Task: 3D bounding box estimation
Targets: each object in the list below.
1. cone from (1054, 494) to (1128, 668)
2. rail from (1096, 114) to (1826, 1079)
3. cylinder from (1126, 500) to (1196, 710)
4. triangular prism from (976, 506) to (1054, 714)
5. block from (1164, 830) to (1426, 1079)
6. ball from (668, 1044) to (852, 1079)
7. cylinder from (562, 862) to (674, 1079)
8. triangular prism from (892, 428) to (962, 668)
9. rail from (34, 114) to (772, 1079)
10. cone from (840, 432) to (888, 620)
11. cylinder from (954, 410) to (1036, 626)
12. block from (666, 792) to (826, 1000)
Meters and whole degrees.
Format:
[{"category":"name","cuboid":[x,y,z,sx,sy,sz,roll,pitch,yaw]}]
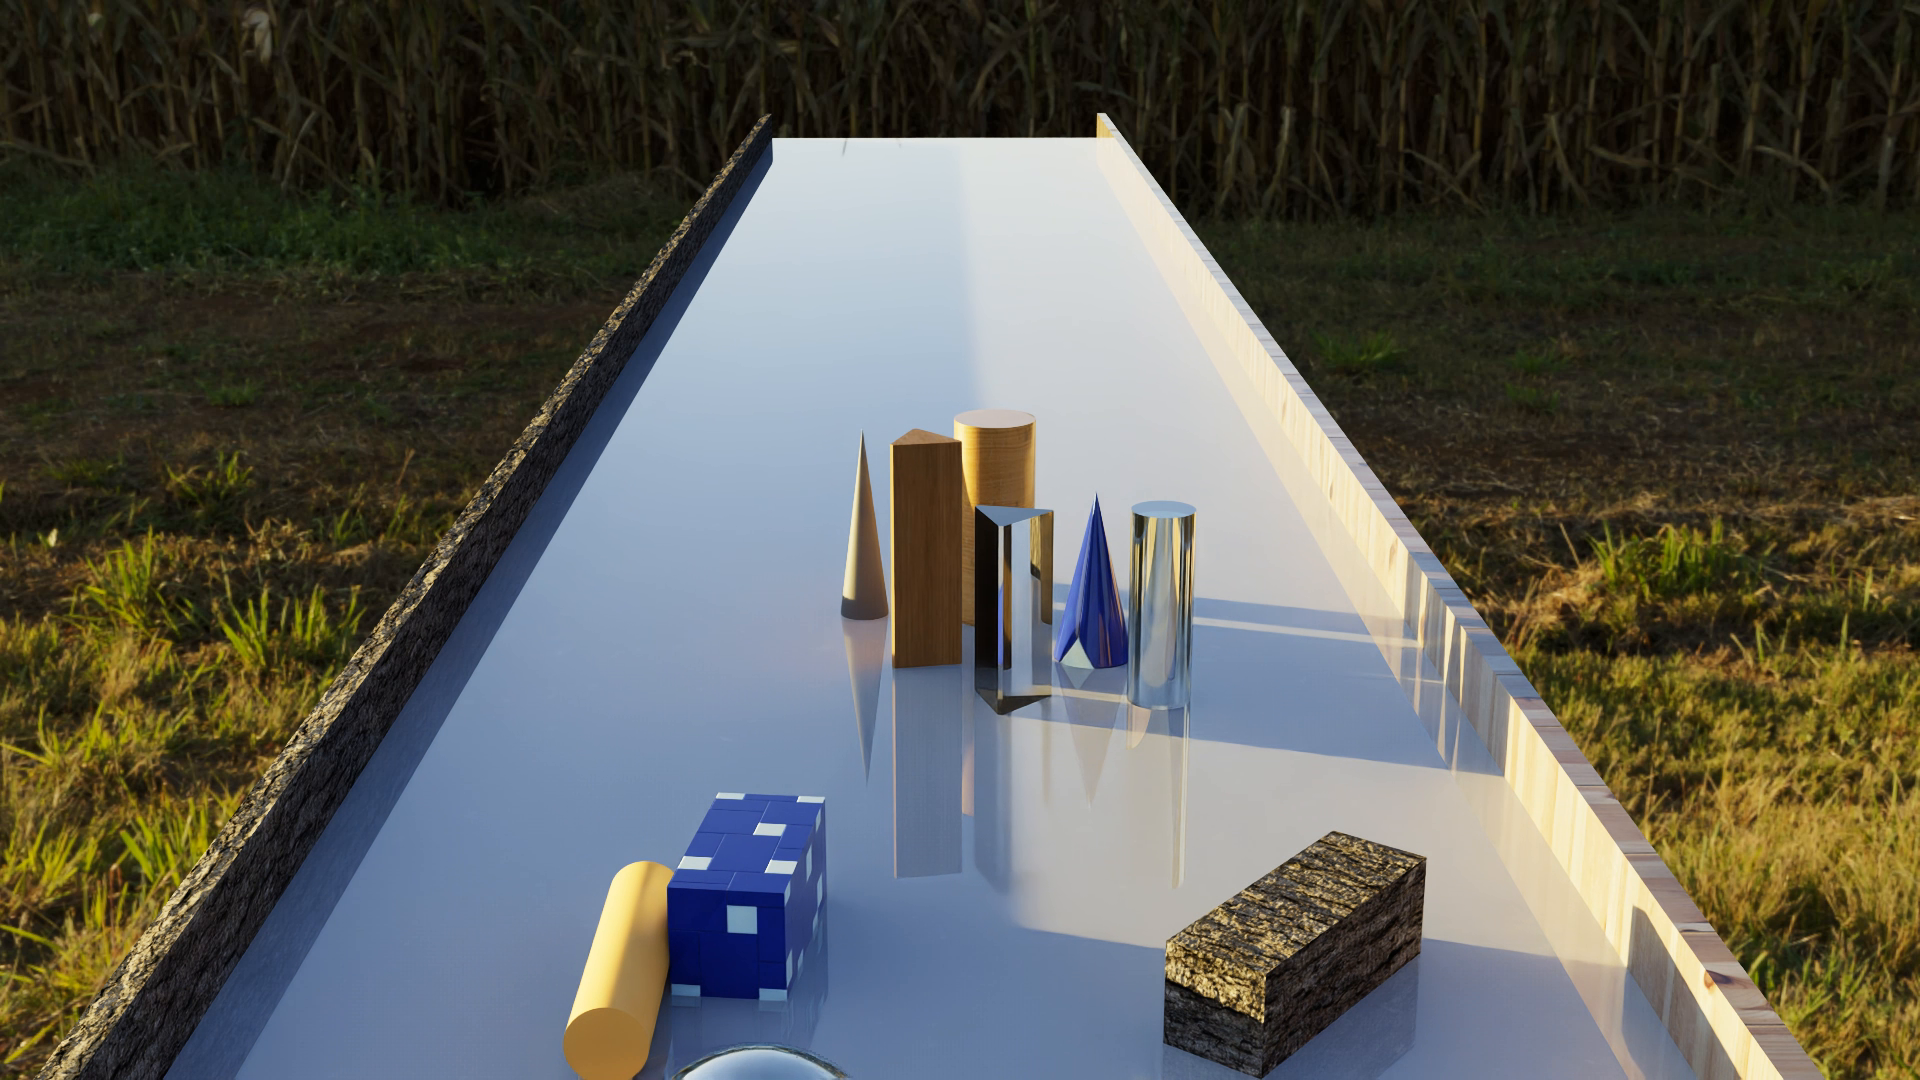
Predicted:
[{"category":"cone","cuboid":[0.269,0.067,4.396,0.163,0.345,0.163,0,17,0]},{"category":"rail","cuboid":[0.932,-0.844,7.801,0.050,0.150,12.000,0,17,-1]},{"category":"cylinder","cuboid":[0.380,0.123,4.153,0.122,0.376,0.122,0,17,0]},{"category":"triangular prism","cuboid":[0.078,0.124,4.163,0.128,0.369,0.148,15,22,41]},{"category":"block","cuboid":[0.472,0.566,3.057,0.152,0.152,0.451,13,21,36]},{"category":"ball","cuboid":[-0.216,0.695,2.360,0.302,0.302,0.302,0,17,0]},{"category":"cylinder","cuboid":[-0.460,0.590,3.048,0.111,0.111,0.441,0,17,-1]},{"category":"triangular prism","cuboid":[-0.077,0.015,4.376,0.140,0.457,0.121,-3,17,-11]},{"category":"rail","cuboid":[-1.118,-0.838,7.780,0.050,0.150,12.000,0,17,-1]},{"category":"cone","cuboid":[-0.204,-0.041,4.647,0.104,0.409,0.104,0,17,0]},{"category":"cylinder","cuboid":[0.073,-0.045,4.622,0.170,0.432,0.170,0,17,0]},{"category":"block","cuboid":[-0.305,0.514,3.209,0.165,0.165,0.333,2,17,6]}]
